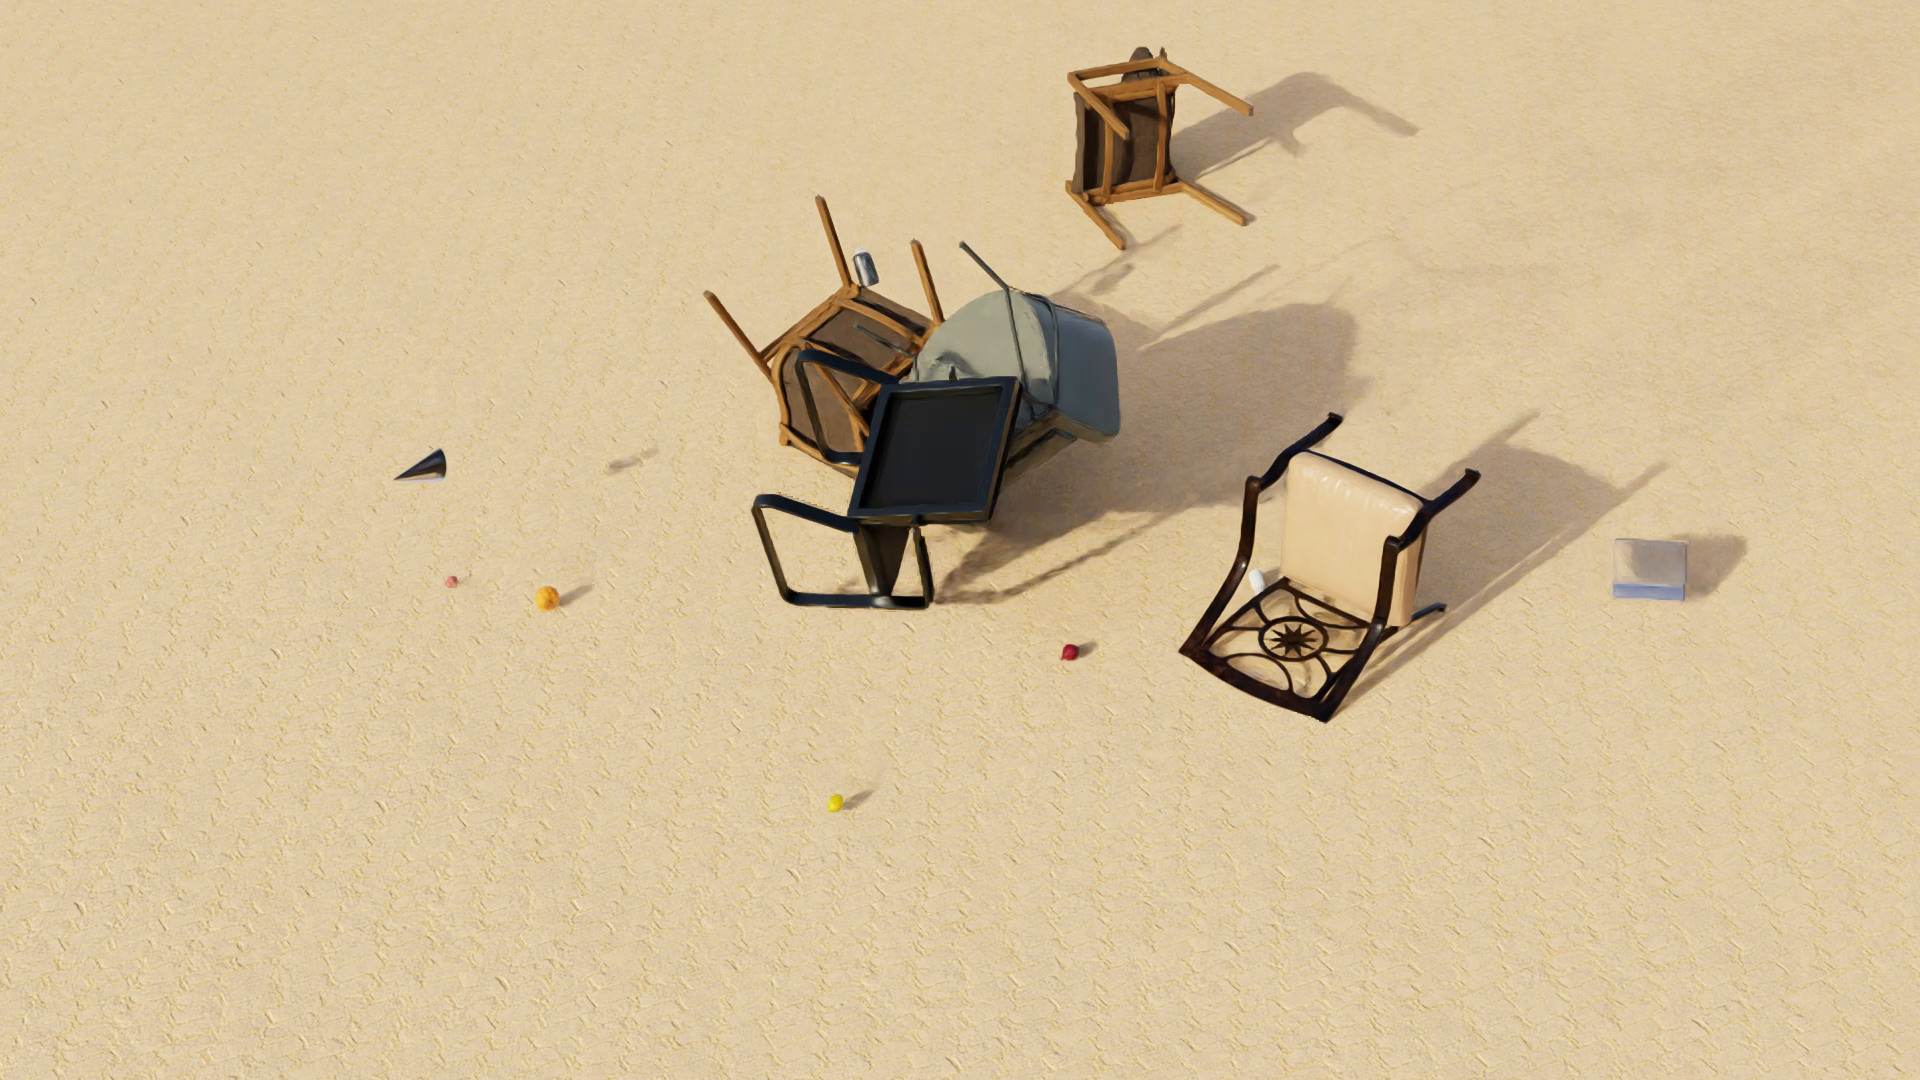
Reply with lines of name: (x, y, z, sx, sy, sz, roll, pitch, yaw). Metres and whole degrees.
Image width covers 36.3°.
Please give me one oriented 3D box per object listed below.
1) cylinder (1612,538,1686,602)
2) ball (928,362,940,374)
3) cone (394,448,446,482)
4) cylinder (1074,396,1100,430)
cylinder: (2.483, 0.106, 10.564, 0.252, 0.152, 0.232, 3, 62, 10)
ball: (-0.105, -0.701, 11.963, 0.050, 0.050, 0.050, 0, 33, 0)
cone: (-1.968, -0.242, 10.596, 0.202, 0.152, 0.092, -21, 57, -36)
cylinder: (0.500, -0.502, 11.571, 0.058, 0.116, 0.111, -19, 18, -38)
